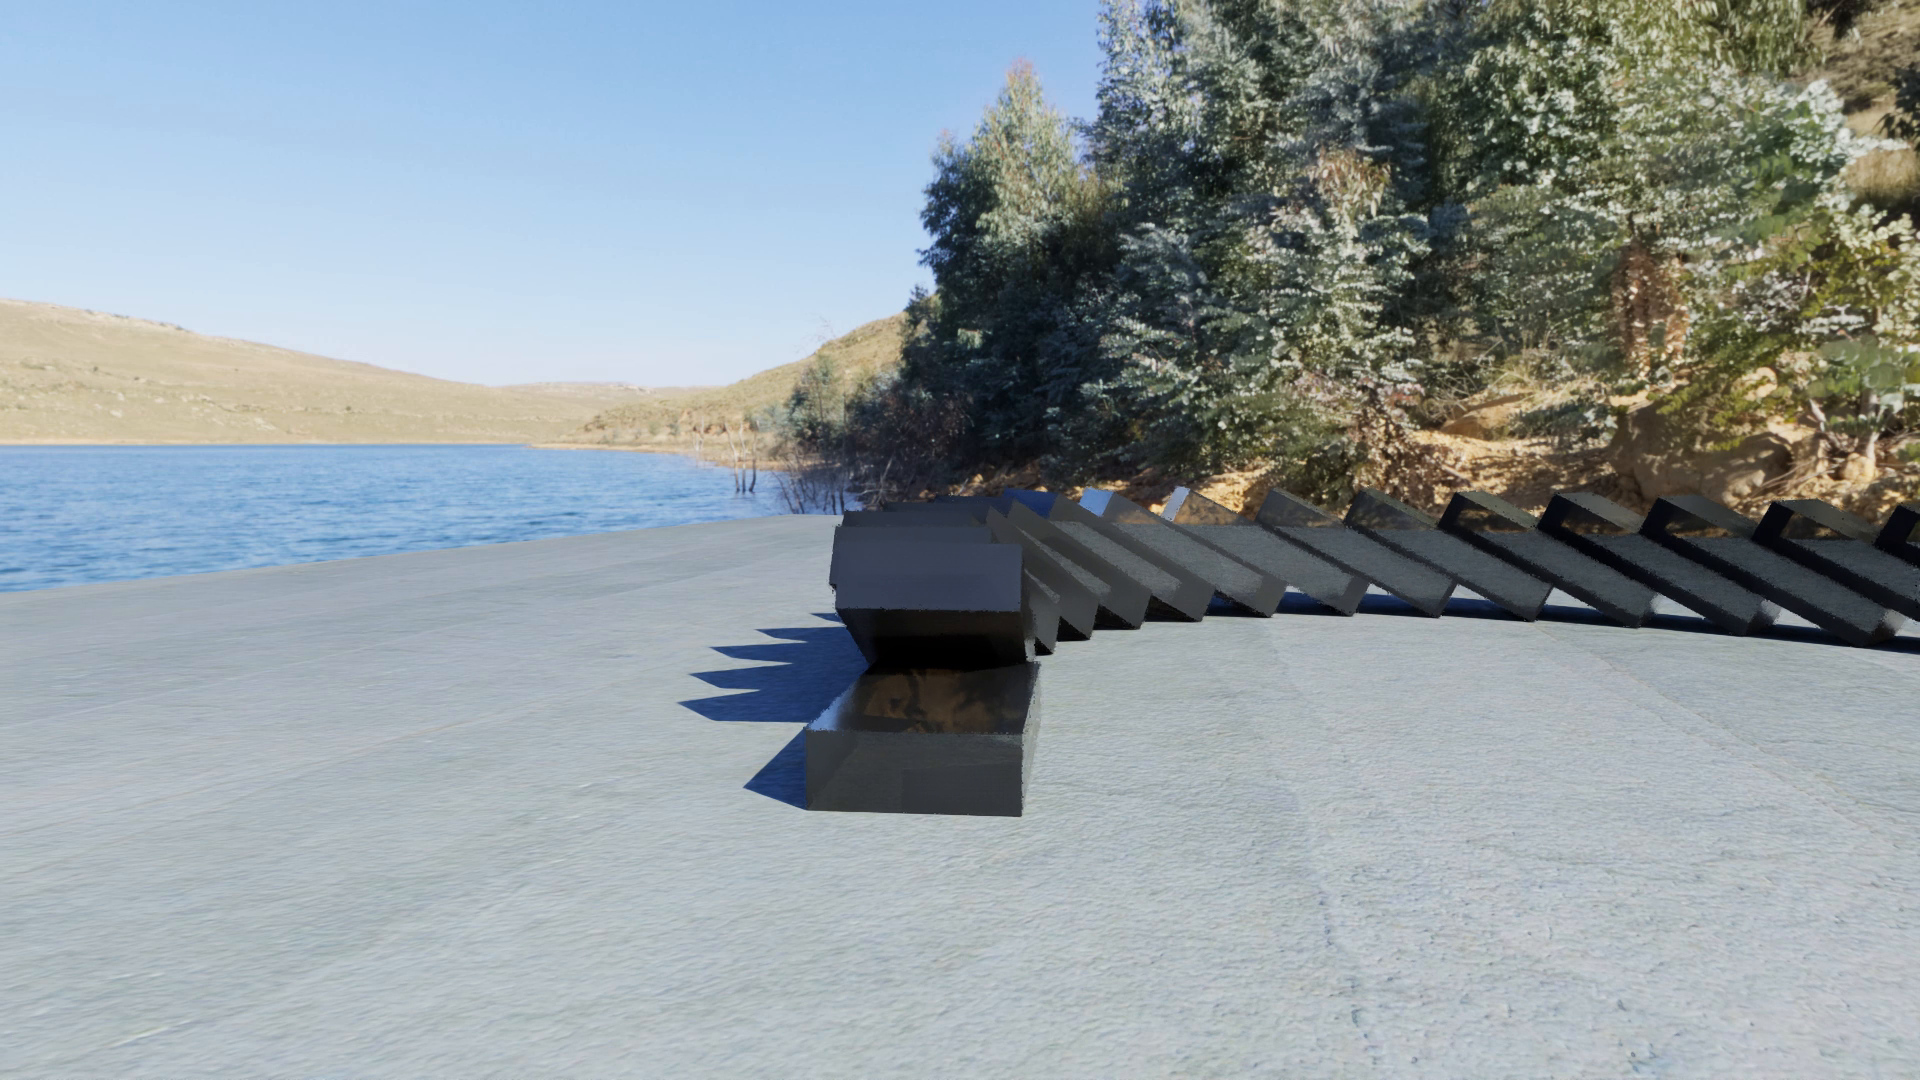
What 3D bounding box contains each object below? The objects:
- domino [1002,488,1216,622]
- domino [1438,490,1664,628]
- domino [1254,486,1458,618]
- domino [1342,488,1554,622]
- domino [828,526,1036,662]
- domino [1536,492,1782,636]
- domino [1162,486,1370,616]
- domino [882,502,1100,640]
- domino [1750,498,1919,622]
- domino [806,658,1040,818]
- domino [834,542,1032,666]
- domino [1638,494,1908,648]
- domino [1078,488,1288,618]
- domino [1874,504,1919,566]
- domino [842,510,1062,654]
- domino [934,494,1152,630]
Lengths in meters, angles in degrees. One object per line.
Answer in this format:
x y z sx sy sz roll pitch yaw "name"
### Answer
0.034 0.004 0.308 0.050 0.010 0.025 29 -9 -26 "domino"
0.146 0.004 0.317 0.050 0.009 0.025 33 22 30 "domino"
0.101 0.002 0.330 0.050 0.009 0.025 29 12 14 "domino"
0.124 0.003 0.324 0.050 0.009 0.025 30 16 20 "domino"
-0.003 0.011 0.221 0.025 0.010 0.050 0 -20 12 "domino"
0.167 0.004 0.305 0.025 0.010 0.050 -3 31 -44 "domino"
0.077 0.002 0.328 0.050 0.009 0.025 27 5 0 "domino"
0.007 0.007 0.268 0.025 0.009 0.050 3 -22 34 "domino"
0.200 0.007 0.273 0.025 0.010 0.050 -3 31 -38 "domino"
-0.003 0.025 0.172 0.025 0.009 0.050 0 4 6 "domino"
-0.002 0.013 0.197 0.025 0.010 0.050 1 -20 5 "domino"
0.184 0.006 0.290 0.025 0.009 0.050 -4 31 -41 "domino"
0.054 0.003 0.322 0.050 0.009 0.025 27 0 -10 "domino"
0.215 0.008 0.256 0.025 0.009 0.050 -3 30 -34 "domino"
-0.001 0.009 0.246 0.025 0.009 0.050 2 -21 25 "domino"
0.018 0.005 0.290 0.050 0.009 0.025 32 -17 -38 "domino"
